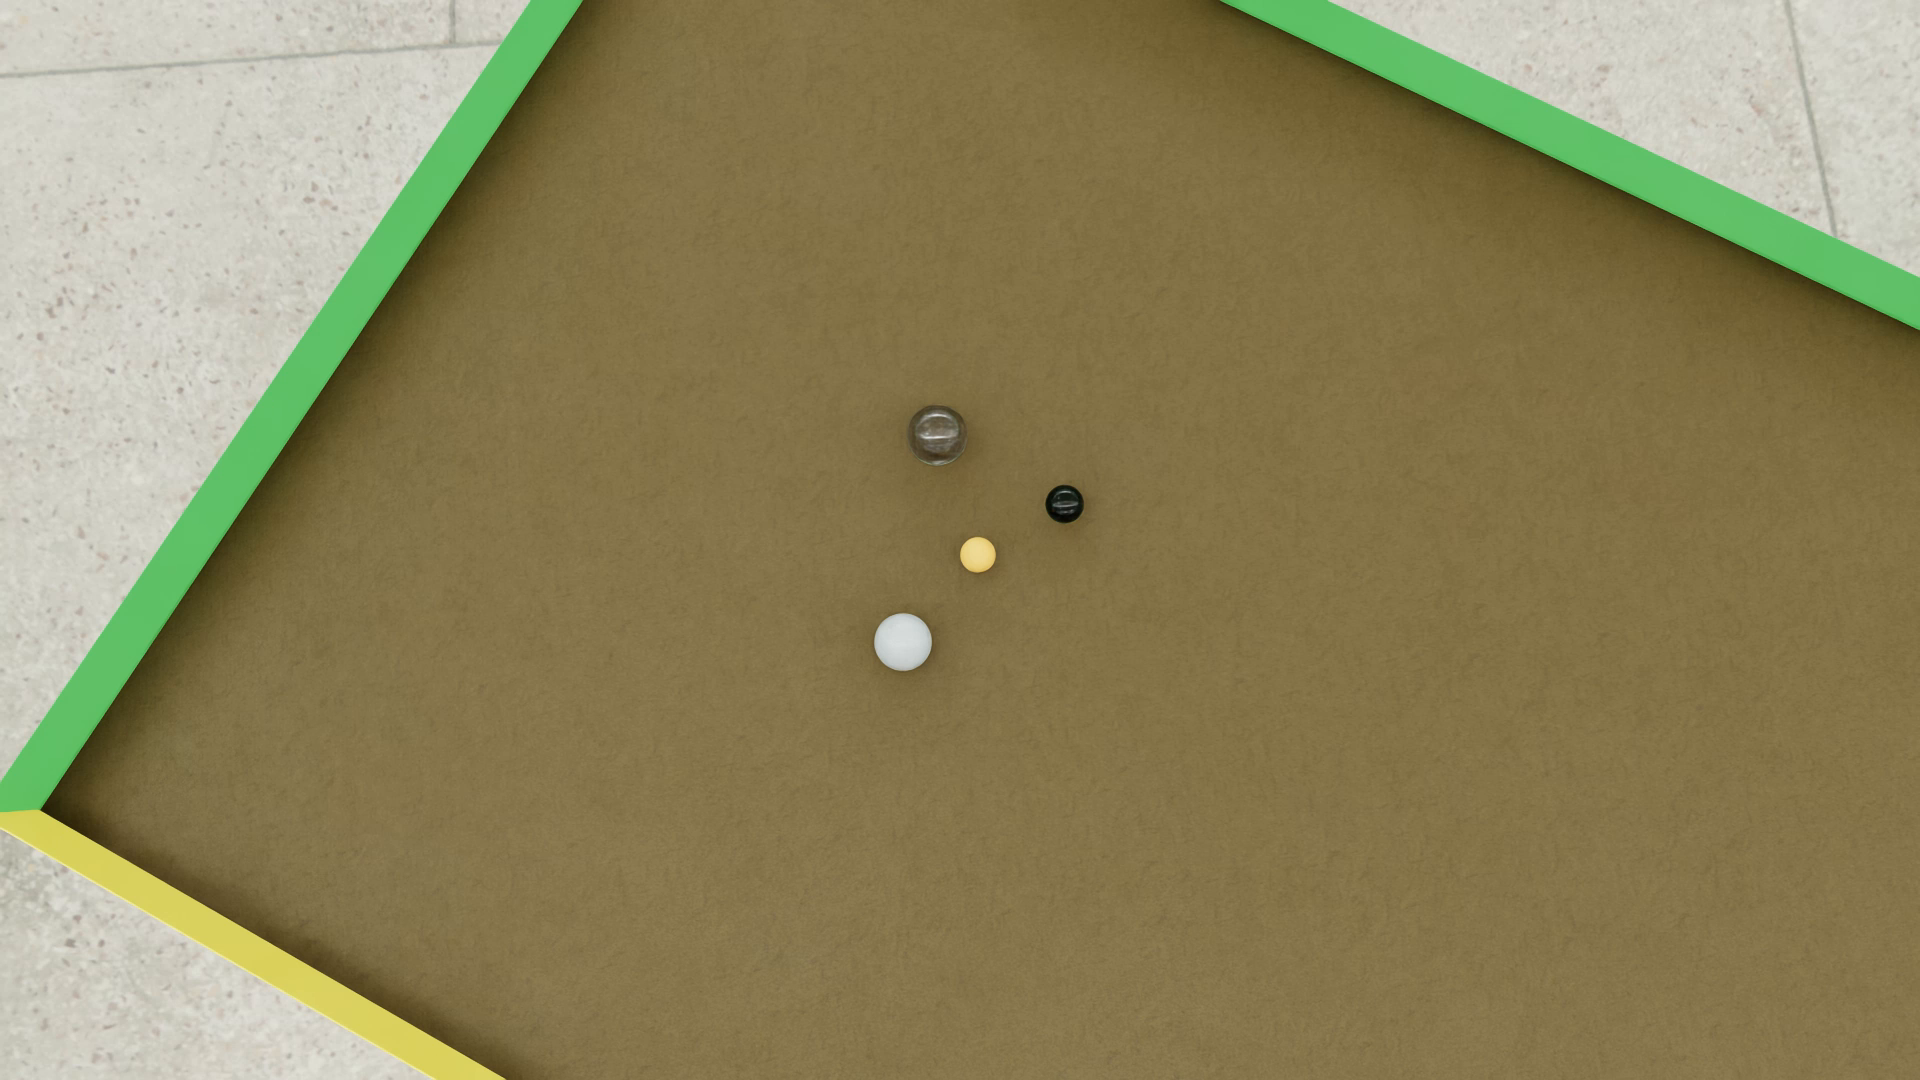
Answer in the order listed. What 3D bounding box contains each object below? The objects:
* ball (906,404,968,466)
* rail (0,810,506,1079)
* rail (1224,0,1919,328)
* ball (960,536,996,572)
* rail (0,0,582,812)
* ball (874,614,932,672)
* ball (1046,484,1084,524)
[{"bbox_3d":[-0.035,-0.163,3.418,0.096,0.096,0.096,0,73,0],"label":"ball"},{"bbox_3d":[0.413,1.338,2.943,4.135,0.124,0.045,27,75,8],"label":"rail"},{"bbox_3d":[1.404,-0.409,3.478,4.135,0.124,0.045,27,75,8],"label":"rail"},{"bbox_3d":[0.028,0.023,3.383,0.055,0.055,0.055,0,73,0],"label":"ball"},{"bbox_3d":[-0.888,-0.468,3.496,0.045,0.124,2.126,27,75,8],"label":"rail"},{"bbox_3d":[-0.086,0.154,3.325,0.088,0.088,0.088,0,73,0],"label":"ball"},{"bbox_3d":[0.162,-0.055,3.404,0.060,0.060,0.060,0,73,0],"label":"ball"}]
